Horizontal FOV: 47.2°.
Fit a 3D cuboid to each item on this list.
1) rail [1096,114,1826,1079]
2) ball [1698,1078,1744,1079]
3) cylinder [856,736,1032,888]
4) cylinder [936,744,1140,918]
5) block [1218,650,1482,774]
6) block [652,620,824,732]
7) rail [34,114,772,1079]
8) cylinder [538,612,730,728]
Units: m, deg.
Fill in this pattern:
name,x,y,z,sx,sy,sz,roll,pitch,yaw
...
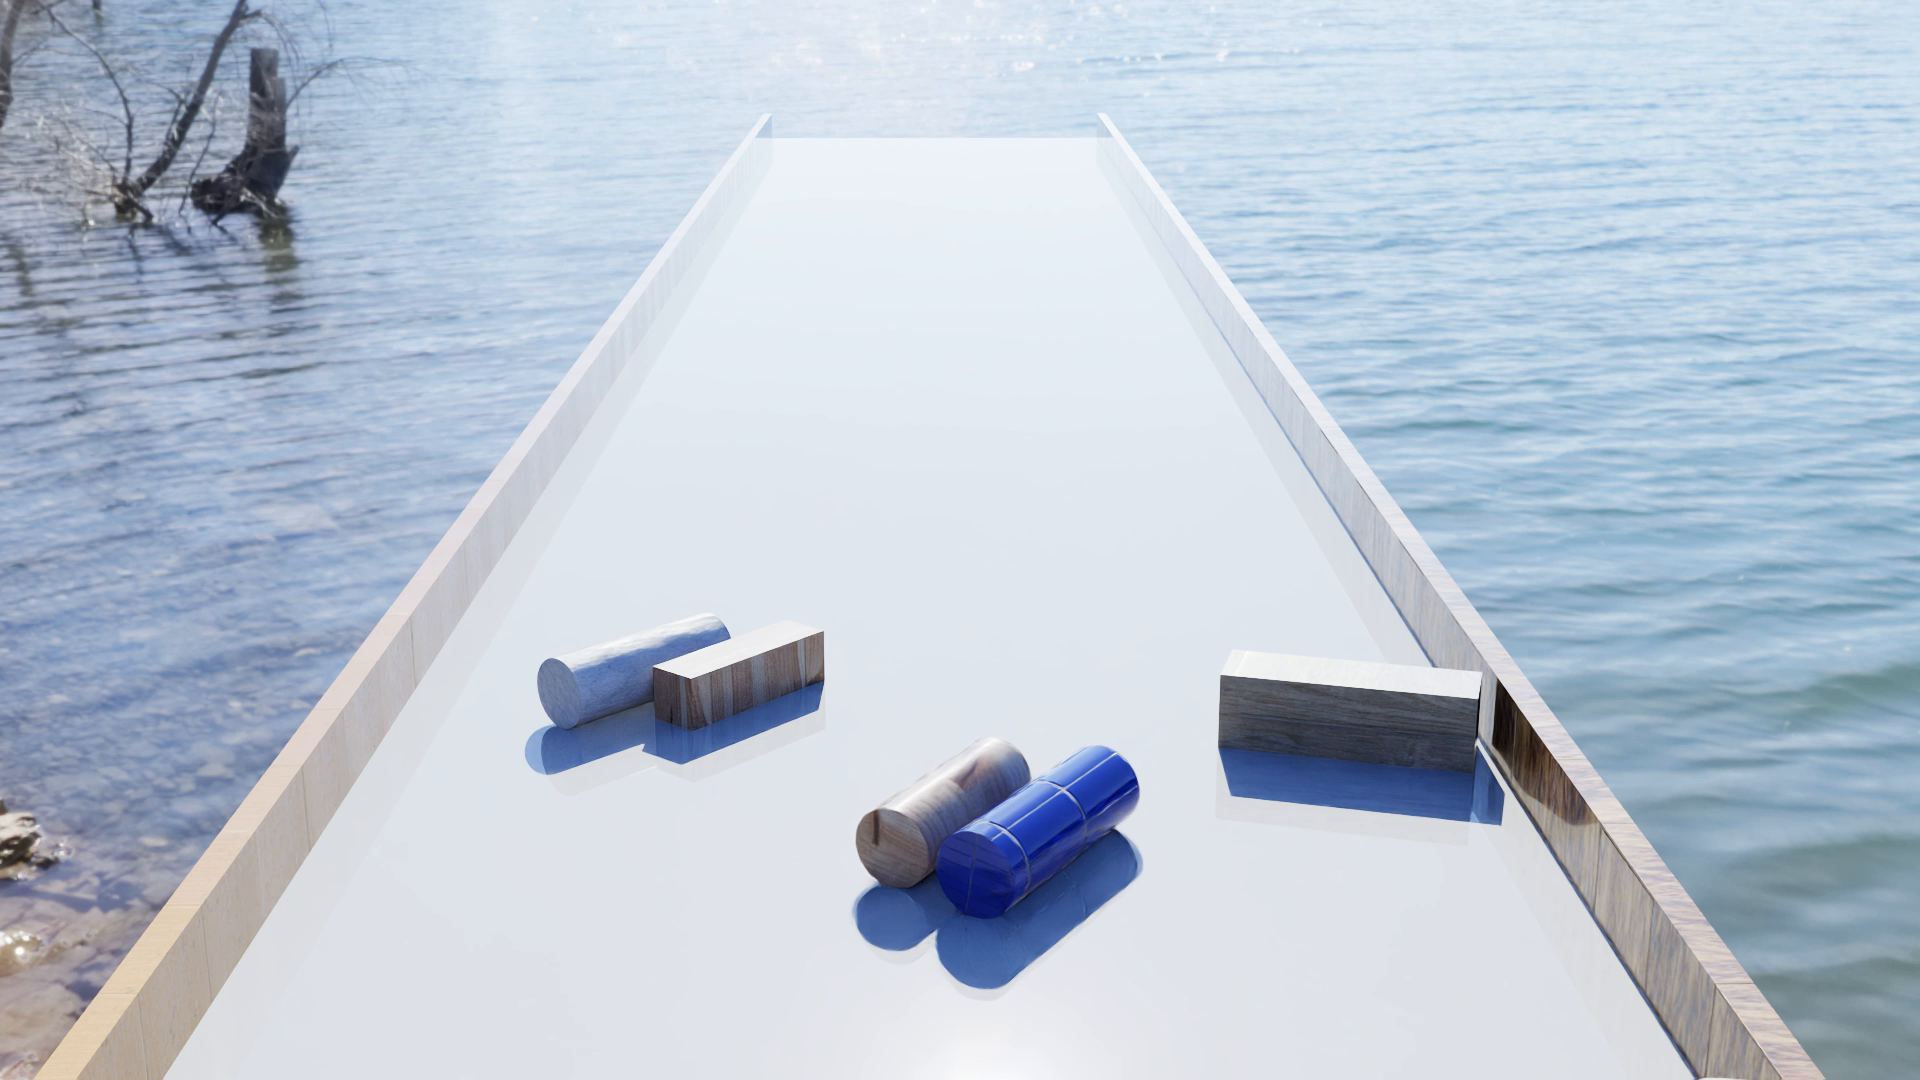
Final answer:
name,x,y,z,sx,sy,sz,roll,pitch,yaw
rail,0.932,-0.844,7.801,0.050,0.150,12.000,0,17,-1
ball,0.782,0.717,2.221,0.339,0.339,0.339,0,17,0
cylinder,-0.022,0.434,3.538,0.132,0.132,0.342,9,19,28
cylinder,0.129,0.453,3.461,0.139,0.139,0.407,10,19,30
block,0.701,0.306,3.954,0.450,0.139,0.139,5,17,15
block,-0.417,0.254,4.192,0.103,0.103,0.353,13,21,38
rail,-1.118,-0.838,7.780,0.050,0.150,12.000,0,17,-1
cylinder,-0.611,0.244,4.169,0.135,0.135,0.366,15,22,41
